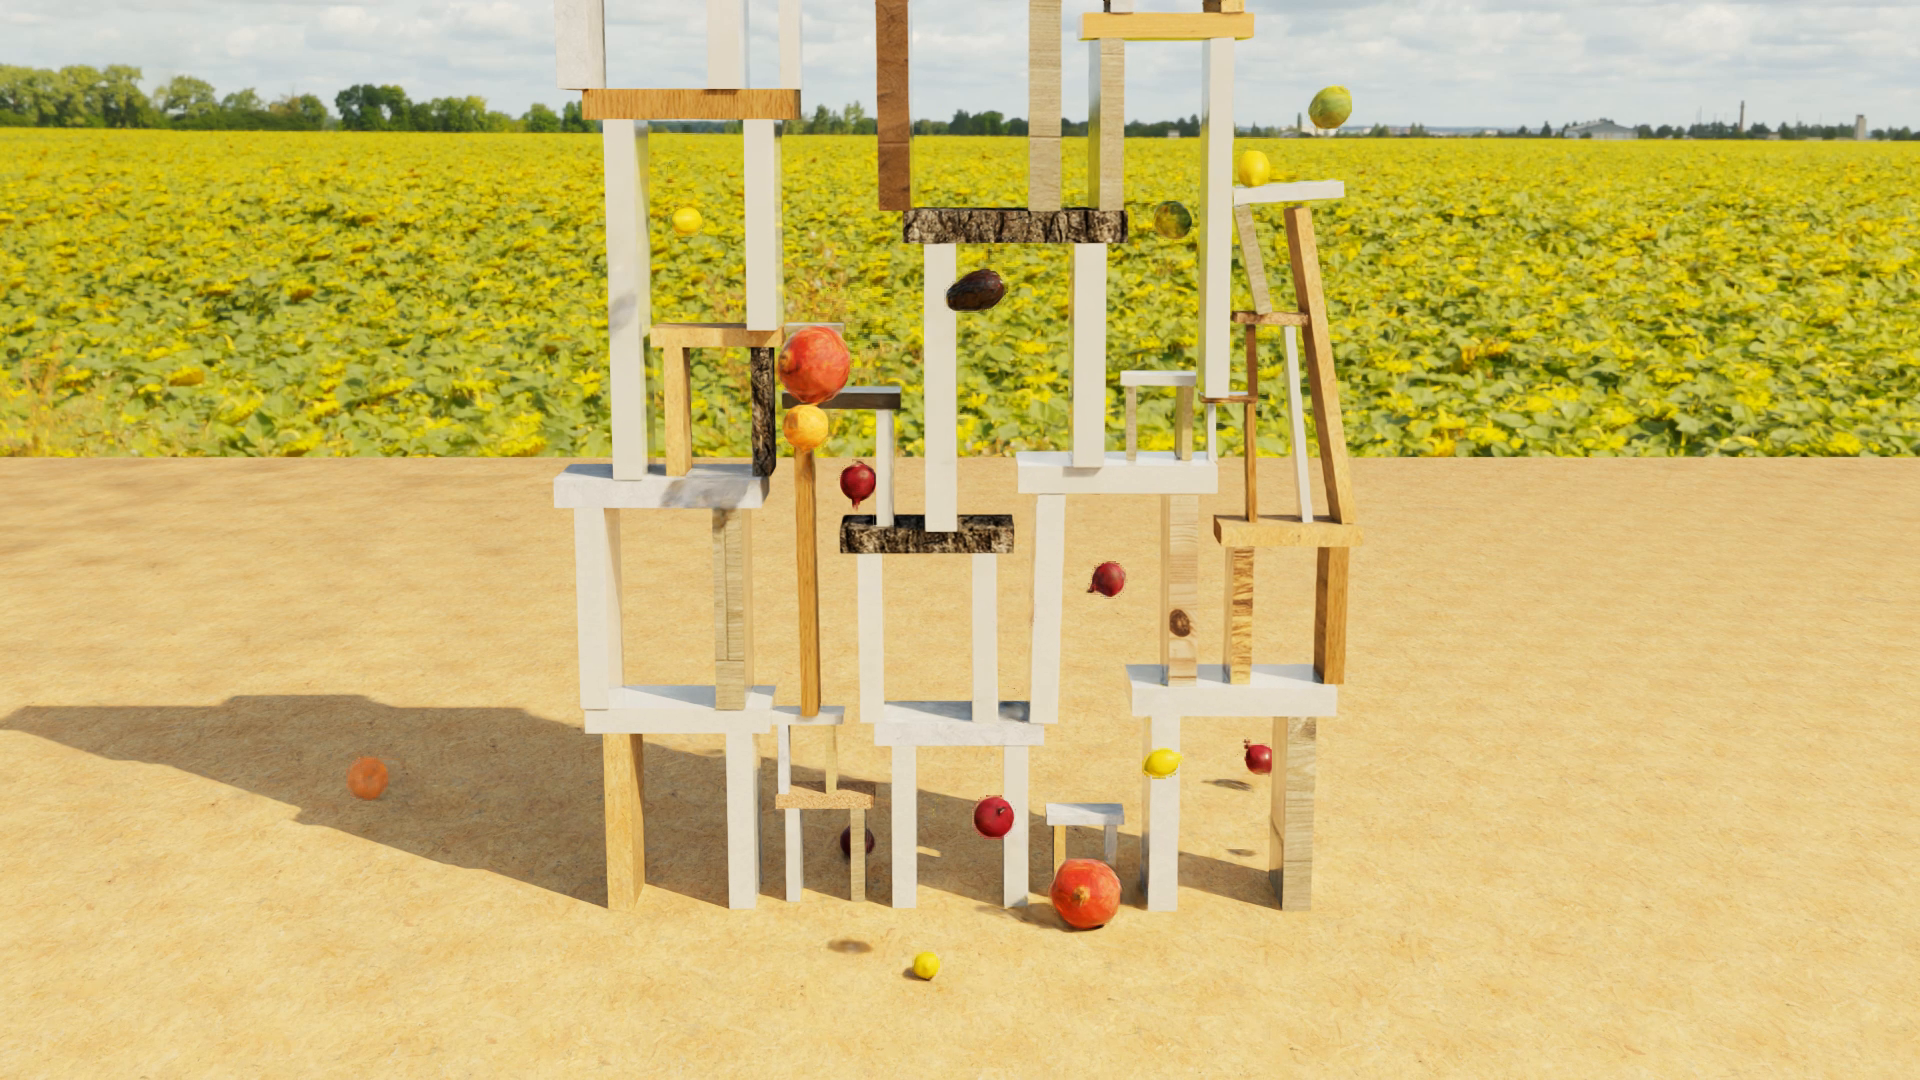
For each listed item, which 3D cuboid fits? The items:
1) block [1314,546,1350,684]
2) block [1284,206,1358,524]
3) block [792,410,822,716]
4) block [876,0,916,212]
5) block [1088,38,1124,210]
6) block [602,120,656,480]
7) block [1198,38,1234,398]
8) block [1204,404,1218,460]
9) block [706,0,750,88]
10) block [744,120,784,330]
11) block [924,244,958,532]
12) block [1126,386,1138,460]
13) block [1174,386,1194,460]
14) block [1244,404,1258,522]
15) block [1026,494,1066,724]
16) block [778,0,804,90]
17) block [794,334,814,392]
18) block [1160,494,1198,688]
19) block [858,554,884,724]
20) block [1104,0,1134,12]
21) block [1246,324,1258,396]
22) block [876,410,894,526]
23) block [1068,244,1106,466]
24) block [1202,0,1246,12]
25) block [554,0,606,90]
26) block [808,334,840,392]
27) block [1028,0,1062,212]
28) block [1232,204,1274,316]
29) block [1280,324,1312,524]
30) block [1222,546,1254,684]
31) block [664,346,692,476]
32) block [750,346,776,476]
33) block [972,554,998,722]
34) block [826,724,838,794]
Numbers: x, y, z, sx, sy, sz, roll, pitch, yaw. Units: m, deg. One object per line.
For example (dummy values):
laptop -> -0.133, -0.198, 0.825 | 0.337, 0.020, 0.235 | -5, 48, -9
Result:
block -> 0.604, 0.111, 3.578 | 0.032, 0.226, 0.113 | 0, 11, 0
block -> 0.575, -0.279, 3.512 | 0.024, 0.506, 0.086 | -11, 11, -2
block -> -0.248, 0.032, 3.571 | 0.027, 0.501, 0.094 | -1, 11, 0
block -> -0.100, -0.691, 3.436 | 0.049, 0.345, 0.172 | 0, 11, 1
block -> 0.228, -0.650, 3.442 | 0.037, 0.261, 0.131 | -1, 11, -5
block -> -0.522, -0.383, 3.486 | 0.046, 0.556, 0.161 | 0, 11, 0
block -> 0.403, -0.507, 3.472 | 0.037, 0.553, 0.131 | 0, 10, 1
block -> 0.402, -0.176, 3.528 | 0.013, 0.092, 0.046 | -3, 11, 1
block -> -0.359, -0.870, 3.394 | 0.049, 0.344, 0.172 | 0, 11, 0
block -> -0.308, -0.499, 3.465 | 0.046, 0.322, 0.161 | 0, 10, 0
block -> -0.030, -0.251, 3.511 | 0.049, 0.450, 0.174 | 0, 11, 0
block -> 0.275, -0.191, 3.528 | 0.017, 0.120, 0.060 | 0, 11, 4
block -> 0.360, -0.191, 3.532 | 0.017, 0.120, 0.060 | -1, 11, -6
block -> 0.467, -0.127, 3.538 | 0.013, 0.192, 0.046 | -2, 11, 0
block -> 0.139, 0.097, 3.583 | 0.044, 0.375, 0.157 | 1, 11, -1
block -> -0.263, -0.906, 3.392 | 0.029, 0.415, 0.103 | 0, 11, 0
block -> -0.249, -0.284, 3.502 | 0.013, 0.092, 0.046 | -11, 10, 2
block -> 0.356, 0.067, 3.575 | 0.044, 0.314, 0.157 | -1, 11, 0
block -> -0.146, 0.146, 3.585 | 0.039, 0.277, 0.139 | -1, 11, -3
block -> 0.244, -0.940, 3.381 | 0.036, 0.256, 0.128 | -1, 11, -1
block -> 0.466, -0.290, 3.503 | 0.016, 0.113, 0.056 | -2, 11, 9
block -> -0.122, -0.123, 3.544 | 0.027, 0.187, 0.094 | 0, 11, -3
block -> 0.201, -0.301, 3.501 | 0.049, 0.347, 0.174 | 0, 11, 0
block -> 0.405, -0.941, 3.383 | 0.036, 0.256, 0.128 | -3, 11, -6
block -> -0.589, -0.870, 3.394 | 0.049, 0.344, 0.172 | 0, 11, 0
block -> -0.217, -0.284, 3.502 | 0.013, 0.092, 0.046 | -8, 6, 28
block -> 0.132, -0.692, 3.438 | 0.049, 0.345, 0.172 | 0, 11, 1
block -> 0.461, -0.445, 3.467 | 0.024, 0.172, 0.086 | -13, 11, 7
block -> 0.540, -0.188, 3.526 | 0.016, 0.318, 0.056 | -7, 11, 2
block -> 0.452, 0.111, 3.578 | 0.032, 0.226, 0.113 | 0, 11, 0
block -> -0.451, -0.212, 3.524 | 0.029, 0.205, 0.103 | 0, 11, 0
block -> -0.315, -0.212, 3.524 | 0.029, 0.205, 0.103 | 0, 11, 0
block -> 0.041, 0.145, 3.586 | 0.039, 0.277, 0.139 | 0, 11, 1
block -> -0.211, 0.353, 3.622 | 0.017, 0.117, 0.058 | 0, 11, 0
